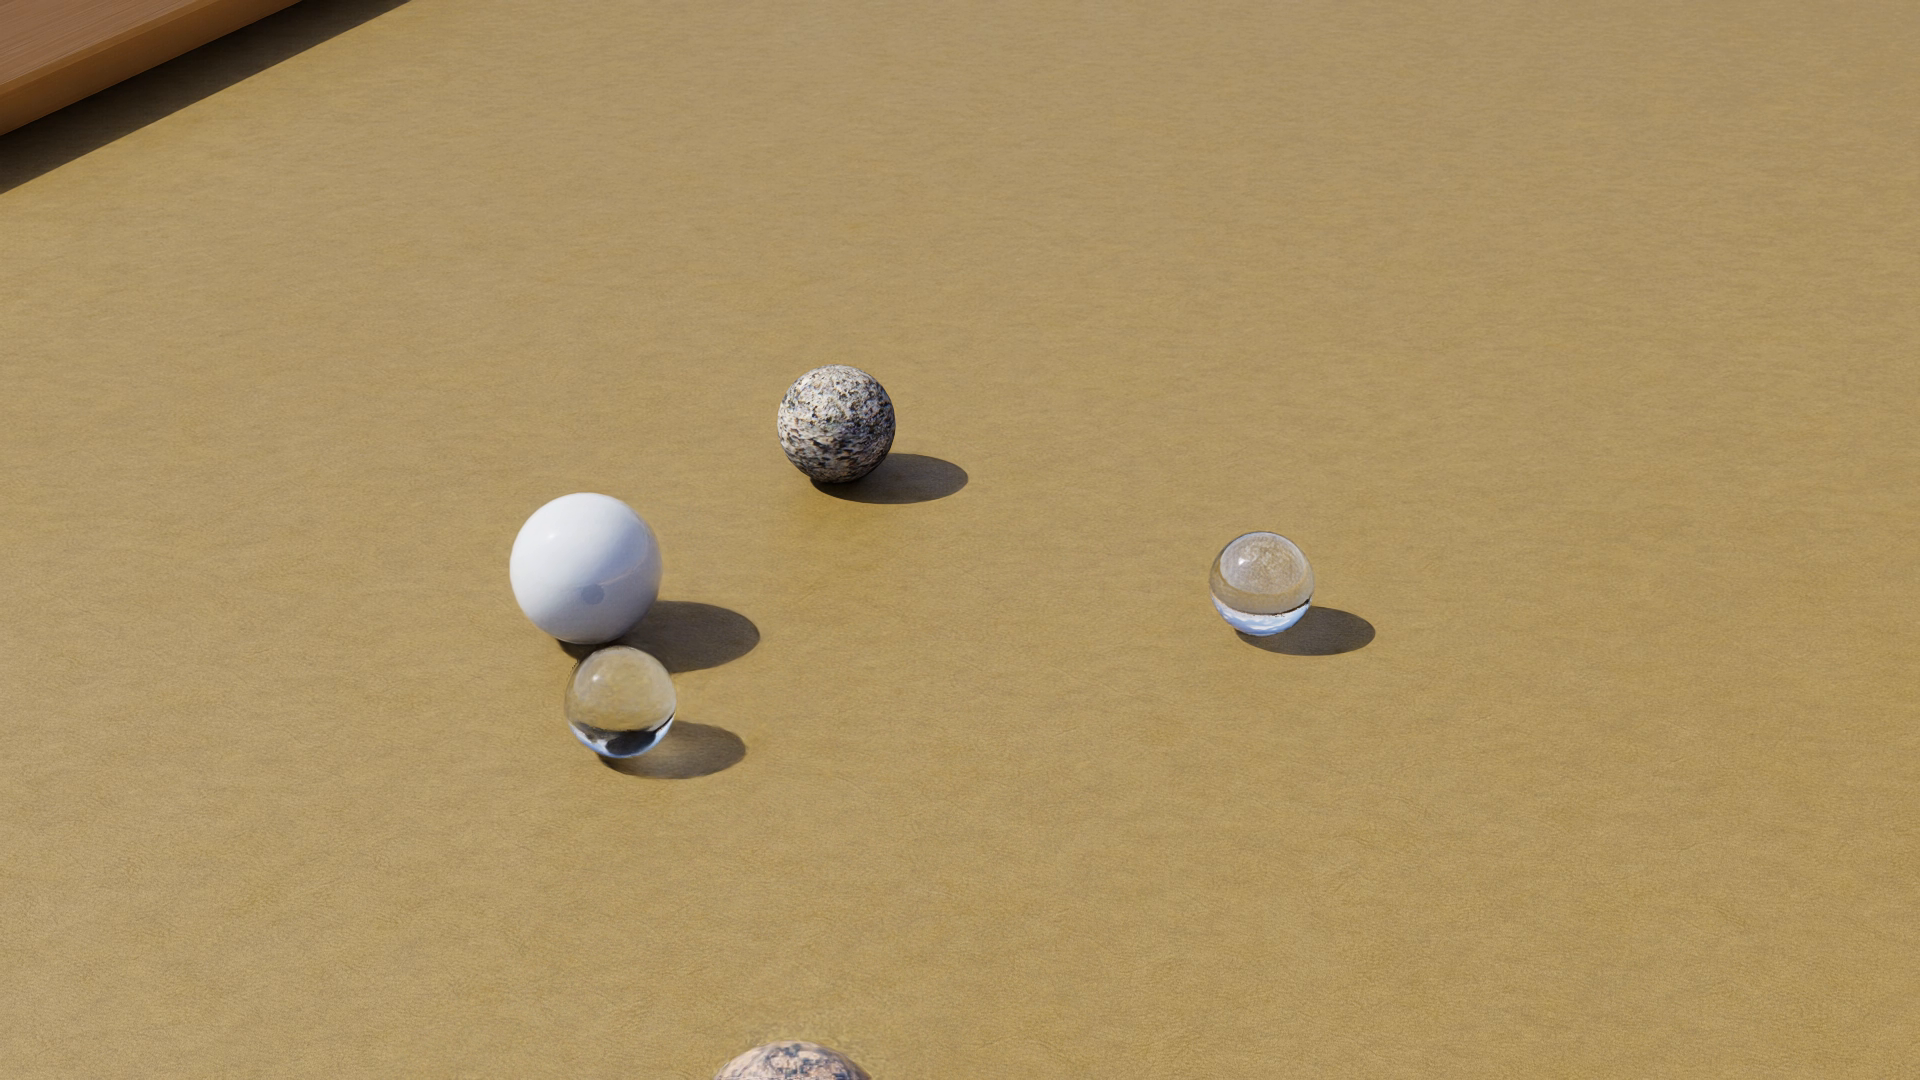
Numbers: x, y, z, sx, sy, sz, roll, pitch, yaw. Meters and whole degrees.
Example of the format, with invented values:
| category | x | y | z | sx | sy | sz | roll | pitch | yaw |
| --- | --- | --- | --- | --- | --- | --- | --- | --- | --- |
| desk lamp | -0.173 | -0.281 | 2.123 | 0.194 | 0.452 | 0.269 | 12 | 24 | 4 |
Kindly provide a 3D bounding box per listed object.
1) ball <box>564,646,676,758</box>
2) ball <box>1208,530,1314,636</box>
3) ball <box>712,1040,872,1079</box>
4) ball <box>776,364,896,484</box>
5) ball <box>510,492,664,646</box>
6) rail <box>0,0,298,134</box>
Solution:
| category | x | y | z | sx | sy | sz | roll | pitch | yaw |
| --- | --- | --- | --- | --- | --- | --- | --- | --- | --- |
| ball | -0.182 | 0.087 | 1.580 | 0.060 | 0.060 | 0.060 | 0 | 27 | 0 |
| ball | 0.174 | 0.025 | 1.699 | 0.061 | 0.061 | 0.061 | 0 | 27 | 0 |
| ball | -0.070 | 0.252 | 1.228 | 0.086 | 0.086 | 0.086 | 0 | 27 | 0 |
| ball | -0.079 | -0.074 | 1.876 | 0.076 | 0.076 | 0.076 | 0 | 27 | 0 |
| ball | -0.214 | 0.016 | 1.687 | 0.088 | 0.088 | 0.088 | 0 | 27 | 0 |
| rail | -0.585 | -0.594 | 2.847 | 0.045 | 0.114 | 3.636 | 12 | 29 | 22 |
